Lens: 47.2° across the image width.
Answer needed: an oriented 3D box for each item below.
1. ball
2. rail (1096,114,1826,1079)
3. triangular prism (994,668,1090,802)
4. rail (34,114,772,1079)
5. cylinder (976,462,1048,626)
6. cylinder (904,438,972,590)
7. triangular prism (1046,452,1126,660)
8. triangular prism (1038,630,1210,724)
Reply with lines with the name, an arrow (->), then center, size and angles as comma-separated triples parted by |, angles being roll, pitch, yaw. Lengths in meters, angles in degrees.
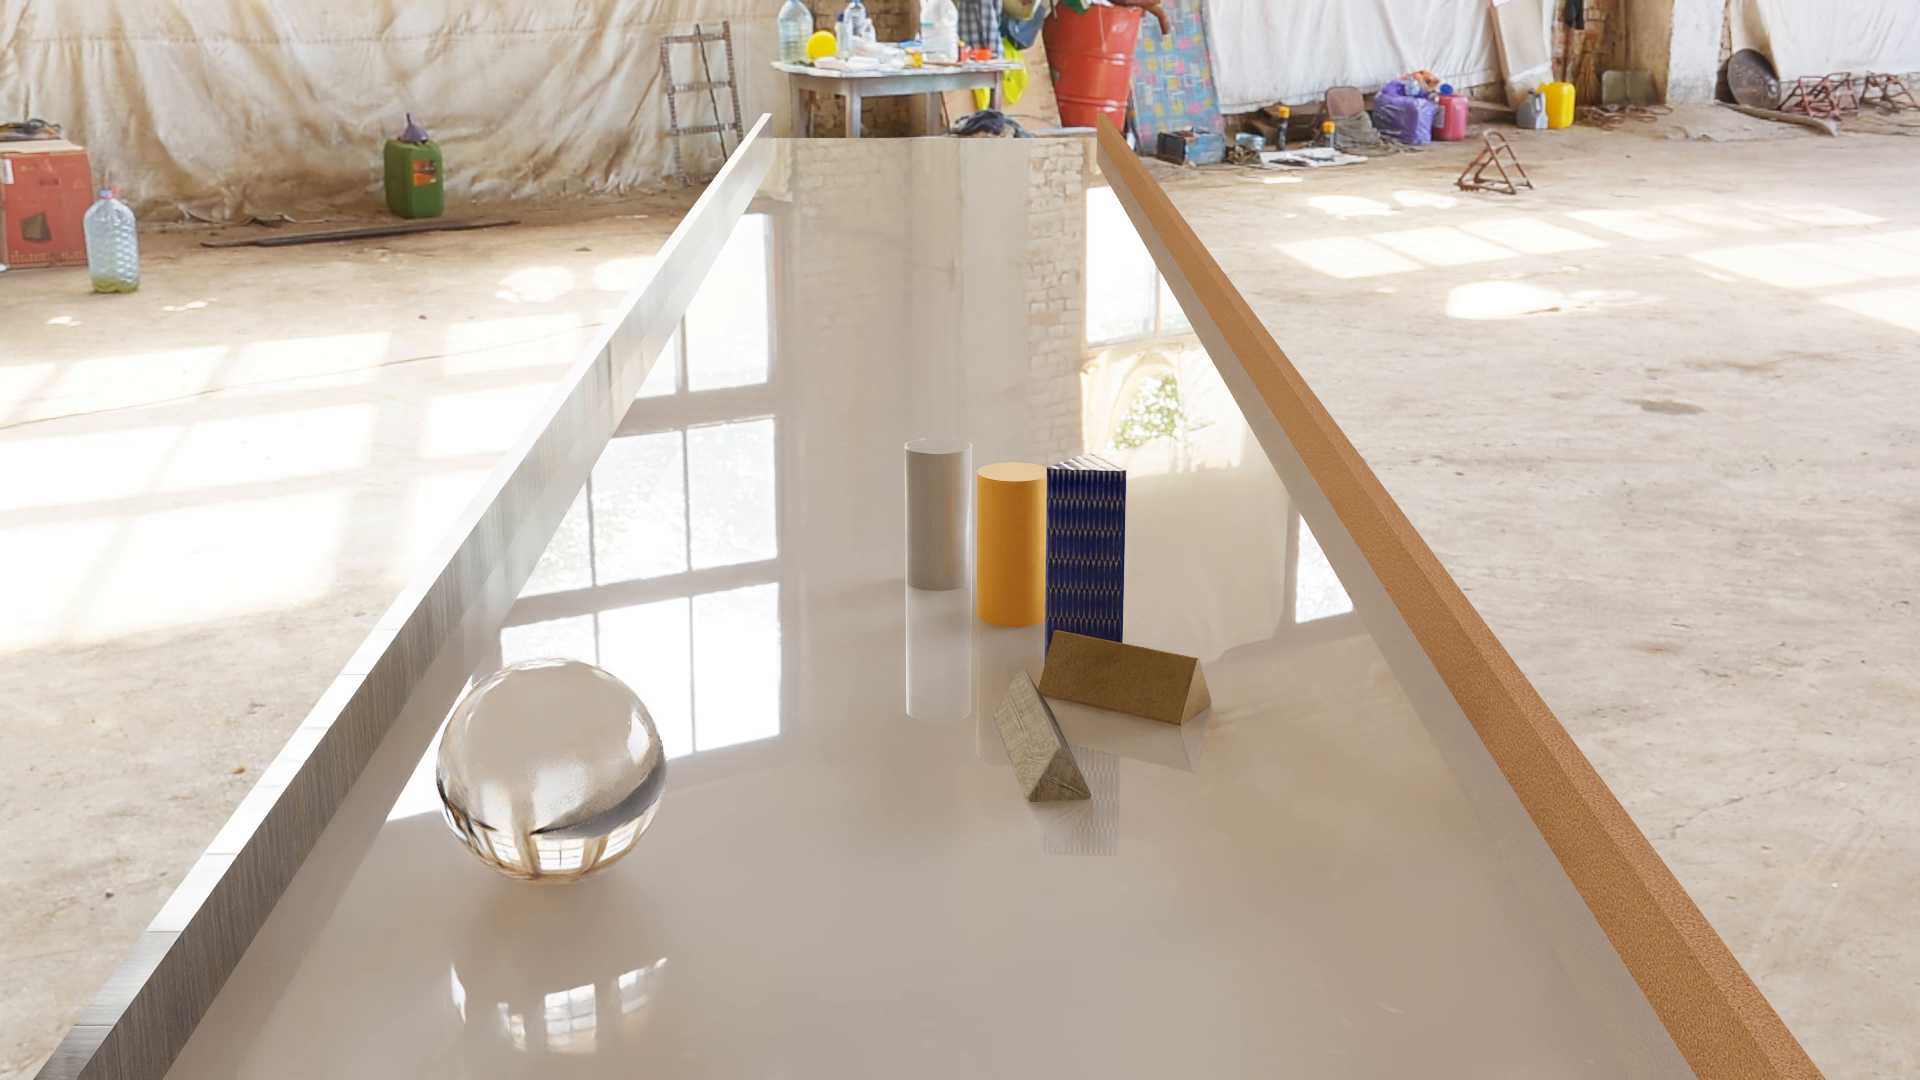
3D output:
ball -> -0.633, 0.358, 3.407 | 0.352, 0.352, 0.352 | 0, 17, 0
rail -> 0.932, -0.844, 7.801 | 0.050, 0.150, 12.000 | 0, 17, -1
triangular prism -> 0.143, 0.339, 3.916 | 0.108, 0.093, 0.406 | -2, 17, -7
rail -> -1.118, -0.838, 7.780 | 0.050, 0.150, 12.000 | 0, 17, -1
cylinder -> 0.113, 0.008, 4.645 | 0.155, 0.316, 0.155 | 0, 17, 0
cylinder -> -0.048, -0.058, 4.876 | 0.148, 0.311, 0.148 | 0, 17, 0
triangular prism -> 0.253, 0.039, 4.385 | 0.152, 0.406, 0.131 | 2, 17, 7
triangular prism -> 0.313, 0.250, 4.180 | 0.306, 0.111, 0.128 | 10, 19, 31
